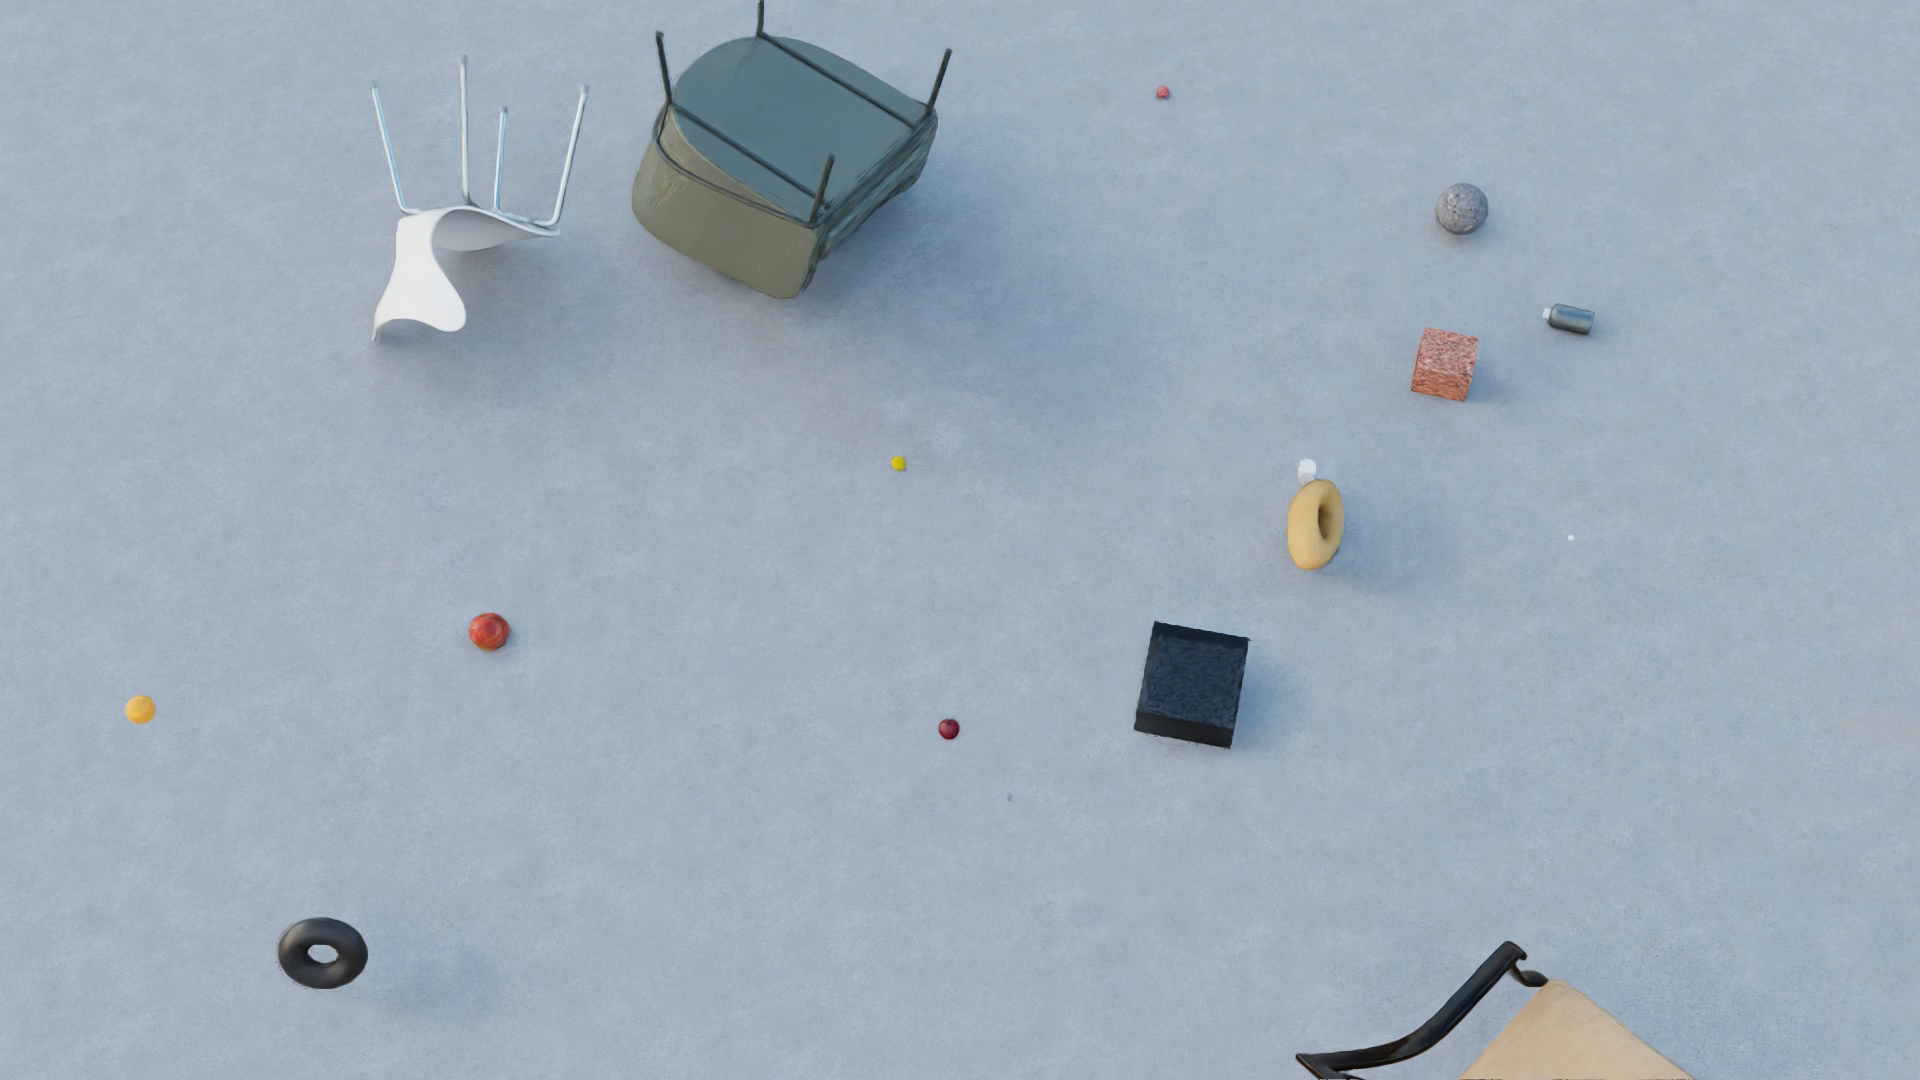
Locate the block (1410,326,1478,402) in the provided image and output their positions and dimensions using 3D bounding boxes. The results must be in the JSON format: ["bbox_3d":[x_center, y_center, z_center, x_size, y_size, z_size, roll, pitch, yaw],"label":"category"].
[{"bbox_3d":[1.515,-0.549,6.872,0.170,0.117,0.170,12,57,8],"label":"block"}]

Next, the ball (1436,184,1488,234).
[{"bbox_3d":[1.644,-1.084,7.200,0.168,0.168,0.168,0,56,0],"label":"ball"}]

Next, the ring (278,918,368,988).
[{"bbox_3d":[-1.646,1.069,5.683,0.228,0.217,0.060,-6,27,-1],"label":"ring"}]

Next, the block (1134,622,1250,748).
[{"bbox_3d":[0.657,0.409,6.230,0.274,0.113,0.301,10,57,7],"label":"block"}]

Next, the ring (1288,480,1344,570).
[{"bbox_3d":[1.053,-0.047,6.506,0.172,0.108,0.334,41,46,-26],"label":"ring"}]
